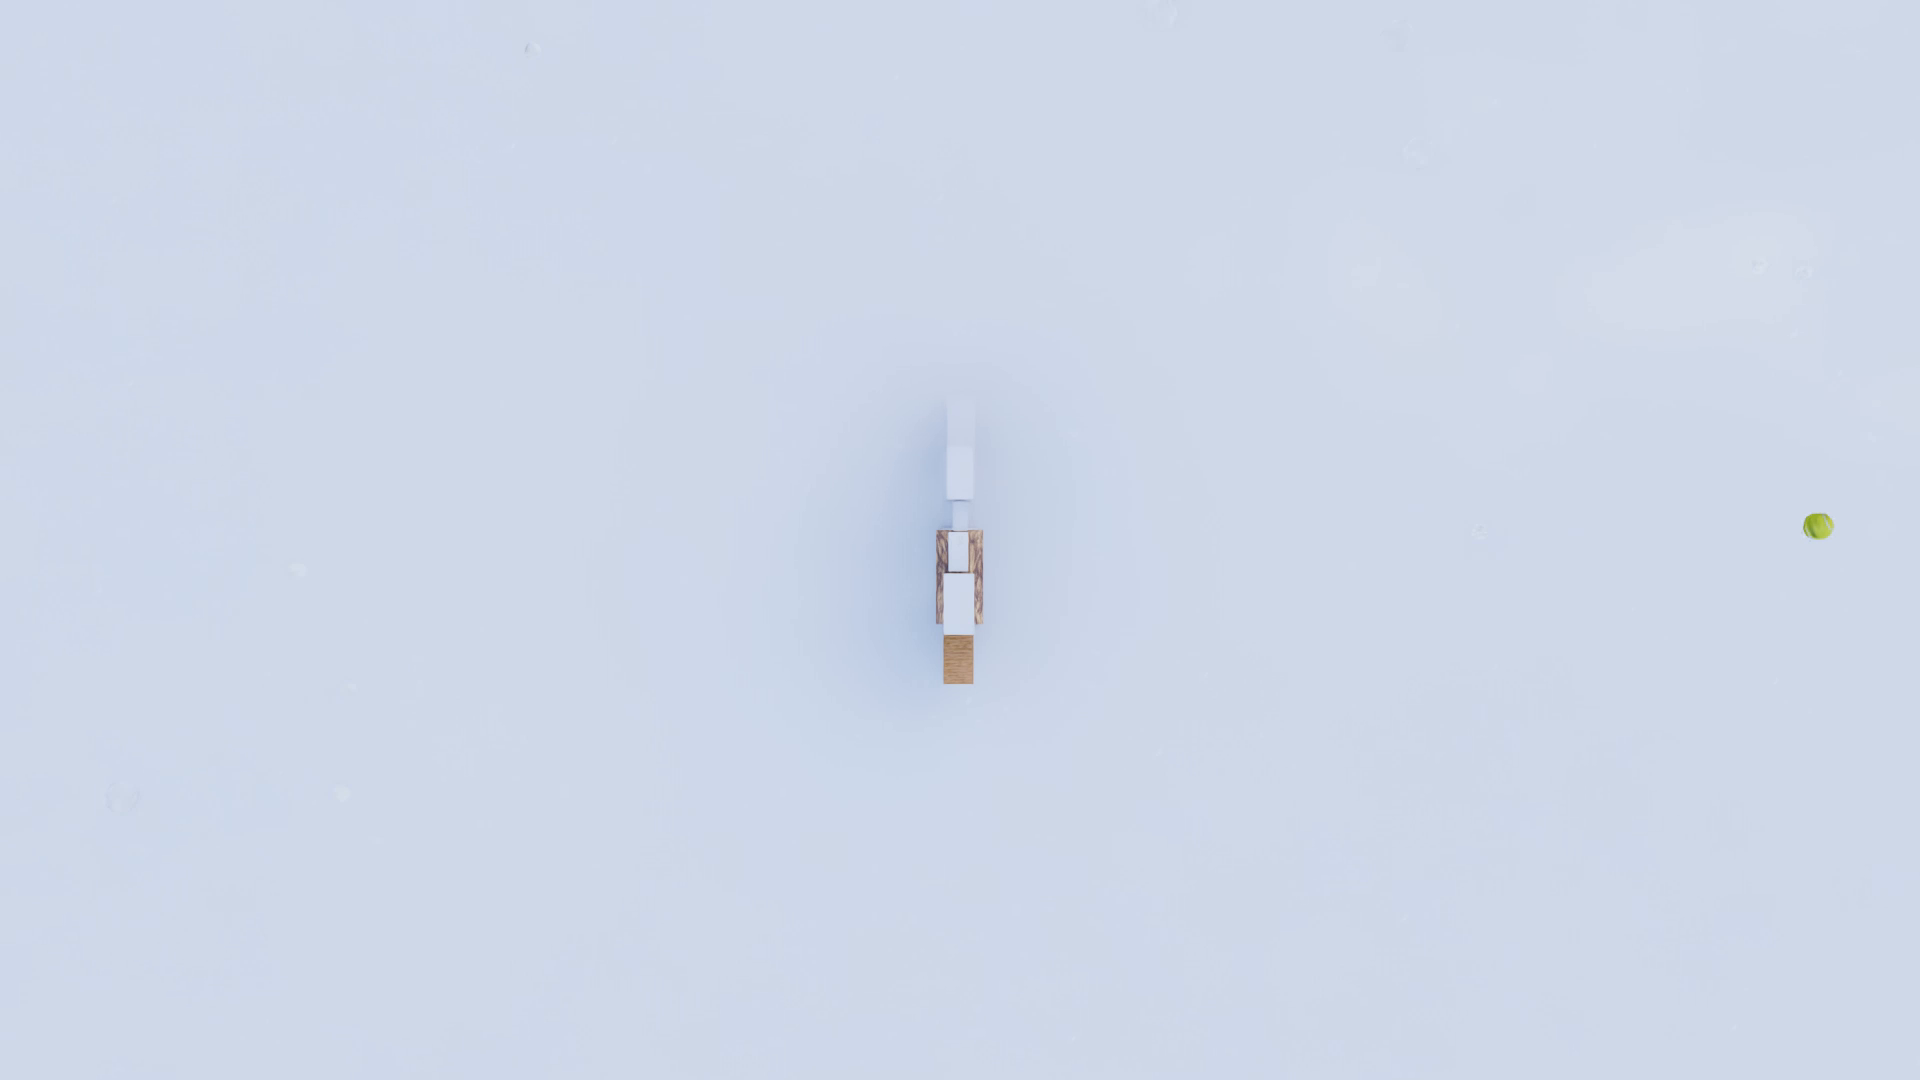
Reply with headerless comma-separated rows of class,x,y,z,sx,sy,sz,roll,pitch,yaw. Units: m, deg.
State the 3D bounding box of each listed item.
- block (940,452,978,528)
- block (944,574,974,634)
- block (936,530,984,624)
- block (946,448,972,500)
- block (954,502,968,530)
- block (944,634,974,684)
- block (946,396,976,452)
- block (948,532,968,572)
block,-0.001,-0.157,5.243,0.120,0.034,0.240,0,90,0
block,-0.003,0.192,4.967,0.091,0.026,0.183,0,90,0
block,-0.001,0.116,5.184,0.148,0.042,0.295,0,90,0
block,-0.001,-0.204,5.055,0.080,0.023,0.159,0,90,0
block,0.001,-0.074,5.128,0.045,0.013,0.091,0,90,0
block,-0.005,0.365,5.293,0.097,0.027,0.194,0,90,0
block,0.003,-0.372,5.307,0.090,0.025,0.180,0,90,0
block,-0.005,0.036,5.035,0.060,0.017,0.120,0,90,0
